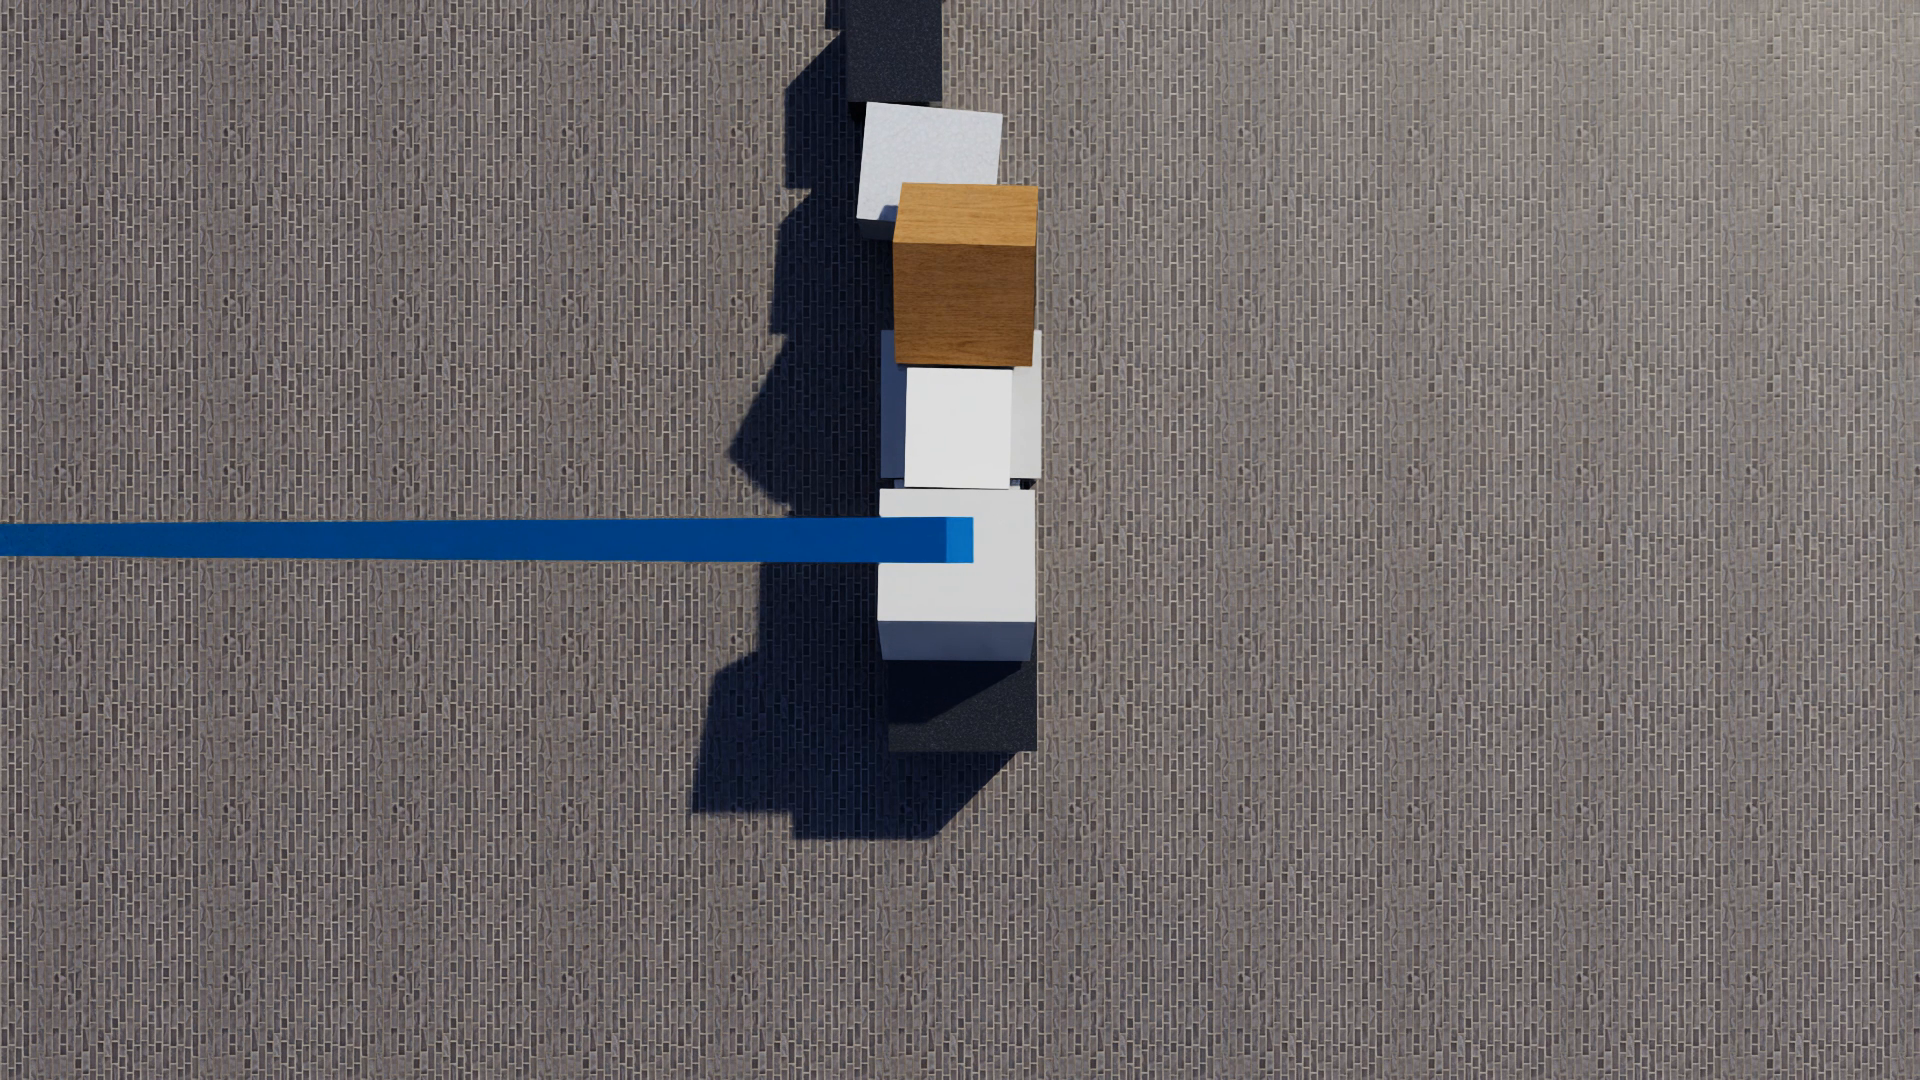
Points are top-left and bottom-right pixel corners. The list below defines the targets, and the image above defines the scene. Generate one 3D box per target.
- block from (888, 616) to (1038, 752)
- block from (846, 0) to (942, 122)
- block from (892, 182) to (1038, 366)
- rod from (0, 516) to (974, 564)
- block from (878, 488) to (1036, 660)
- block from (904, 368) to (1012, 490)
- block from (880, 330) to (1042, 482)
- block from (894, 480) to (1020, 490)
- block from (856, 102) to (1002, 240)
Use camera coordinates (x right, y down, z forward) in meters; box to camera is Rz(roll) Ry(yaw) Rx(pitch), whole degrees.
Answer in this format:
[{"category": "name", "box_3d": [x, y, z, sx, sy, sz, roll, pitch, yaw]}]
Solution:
[{"category": "block", "box_3d": [0.015, 0.794, 12.567, 0.822, 0.866, 0.746, 0, 90, 0]}, {"category": "block", "box_3d": [-0.370, -2.773, 12.712, 0.535, 0.576, 0.593, 0, 90, 0]}, {"category": "block", "box_3d": [0.037, -1.448, 11.971, 0.745, 0.685, 0.737, 2, 126, 2]}, {"category": "rod", "box_3d": [-2.095, 0.000, 5.336, 5.200, 0.080, 0.080, 0, 90, 36]}, {"category": "block", "box_3d": [-0.017, 0.198, 11.772, 0.808, 0.822, 0.712, 0, 73, 0]}, {"category": "block", "box_3d": [-0.009, -0.594, 11.944, 0.557, 0.524, 0.632, 1, 90, 0]}, {"category": "block", "box_3d": [0.007, -0.754, 12.603, 0.889, 0.794, 0.819, 0, 90, 0]}, {"category": "block", "box_3d": [-0.015, 0.034, 12.635, 0.701, 0.730, 0.746, 0, 90, 0]}, {"category": "block", "box_3d": [-0.168, -2.073, 12.595, 0.756, 0.810, 0.648, 5, 90, 0]}]
